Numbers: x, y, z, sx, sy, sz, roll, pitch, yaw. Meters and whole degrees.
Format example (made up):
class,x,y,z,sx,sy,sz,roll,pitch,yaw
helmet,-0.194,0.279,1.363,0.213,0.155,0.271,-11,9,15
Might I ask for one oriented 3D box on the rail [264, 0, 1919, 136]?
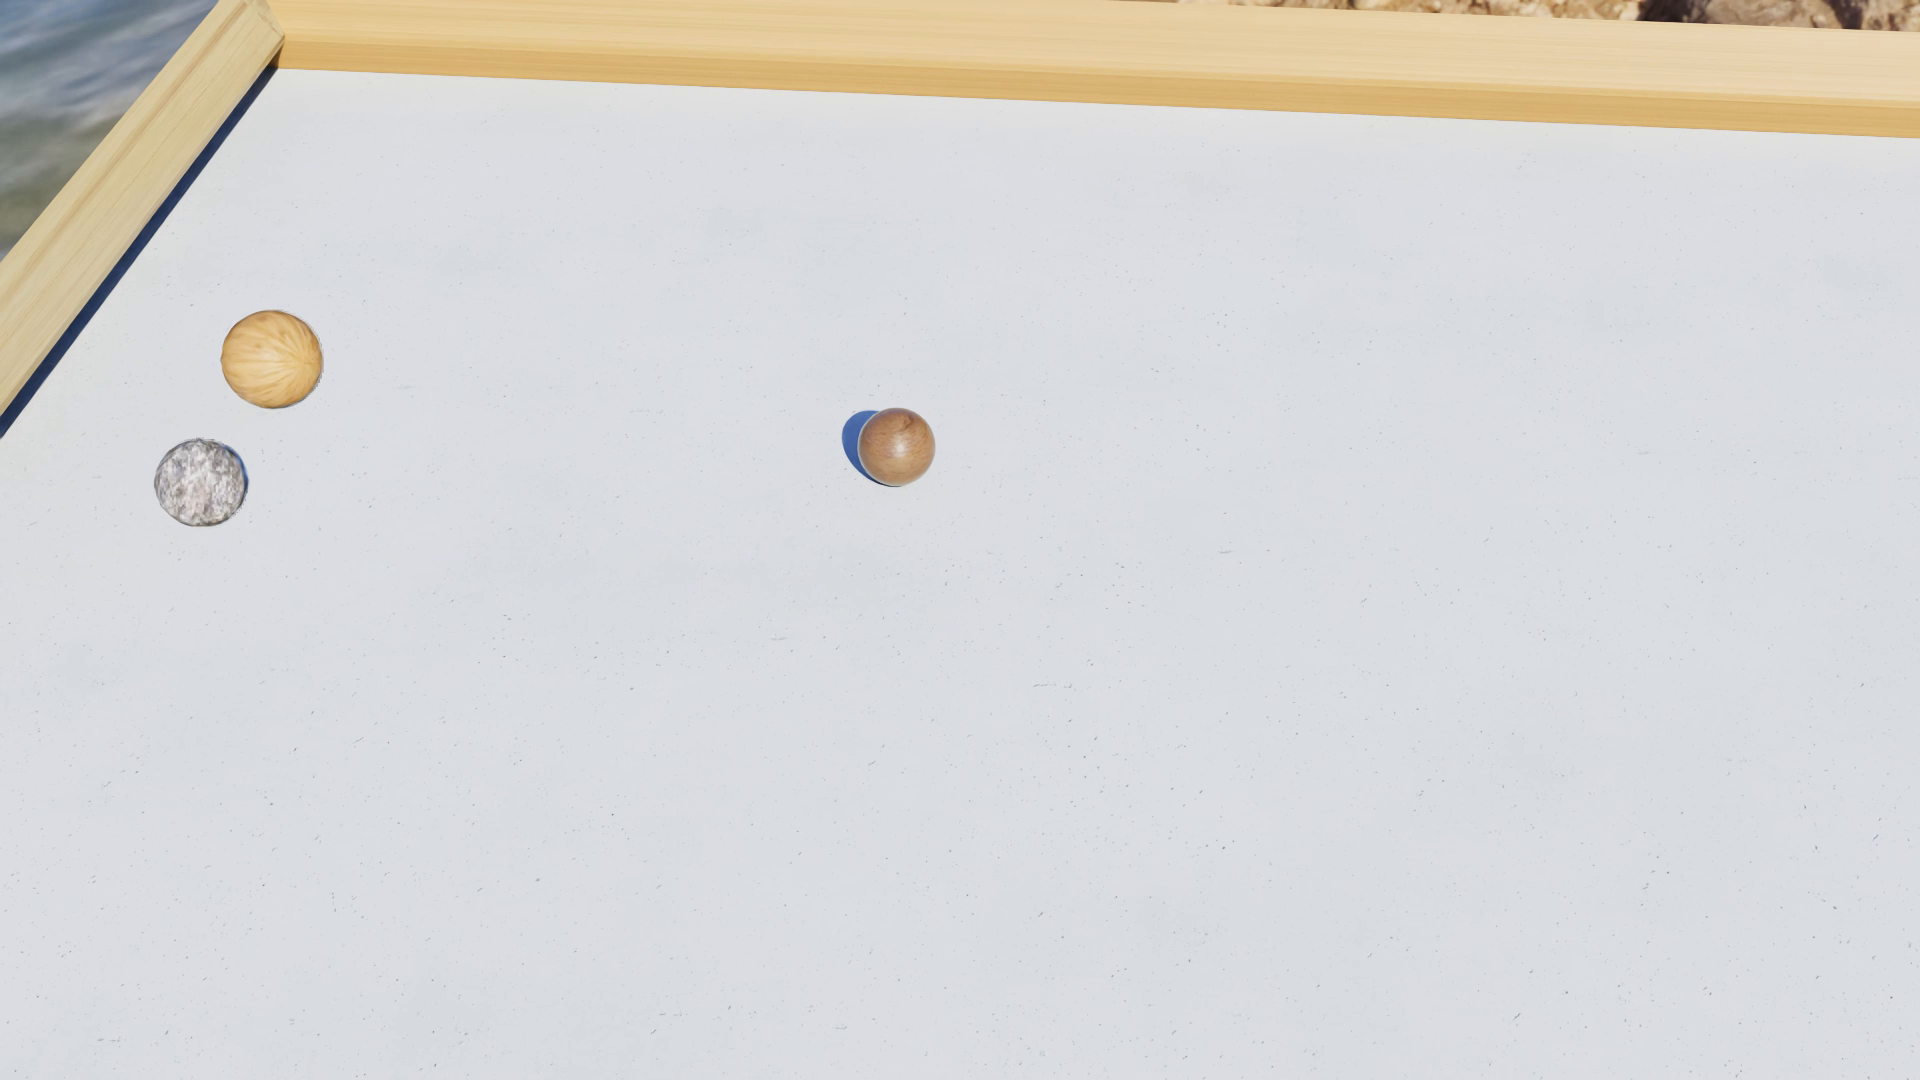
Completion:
class,x,y,z,sx,sy,sz,roll,pitch,yaw
rail,0.868,-0.424,2.437,3.177,0.107,0.045,3,35,5

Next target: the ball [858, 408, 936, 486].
class,x,y,z,sx,sy,sz,roll,pitch,yaw
ball,-0.049,-0.072,1.975,0.061,0.061,0.061,0,35,0

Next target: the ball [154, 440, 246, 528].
class,x,y,z,sx,sy,sz,roll,pitch,yaw
ball,-0.571,-0.043,1.929,0.066,0.066,0.066,0,35,0

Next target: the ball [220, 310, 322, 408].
class,x,y,z,sx,sy,sz,roll,pitch,yaw
ball,-0.554,-0.145,2.064,0.079,0.079,0.079,0,35,0

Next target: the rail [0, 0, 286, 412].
class,x,y,z,sx,sy,sz,roll,pitch,yaw
rail,-0.767,-0.060,1.916,0.045,0.107,1.634,3,35,5
